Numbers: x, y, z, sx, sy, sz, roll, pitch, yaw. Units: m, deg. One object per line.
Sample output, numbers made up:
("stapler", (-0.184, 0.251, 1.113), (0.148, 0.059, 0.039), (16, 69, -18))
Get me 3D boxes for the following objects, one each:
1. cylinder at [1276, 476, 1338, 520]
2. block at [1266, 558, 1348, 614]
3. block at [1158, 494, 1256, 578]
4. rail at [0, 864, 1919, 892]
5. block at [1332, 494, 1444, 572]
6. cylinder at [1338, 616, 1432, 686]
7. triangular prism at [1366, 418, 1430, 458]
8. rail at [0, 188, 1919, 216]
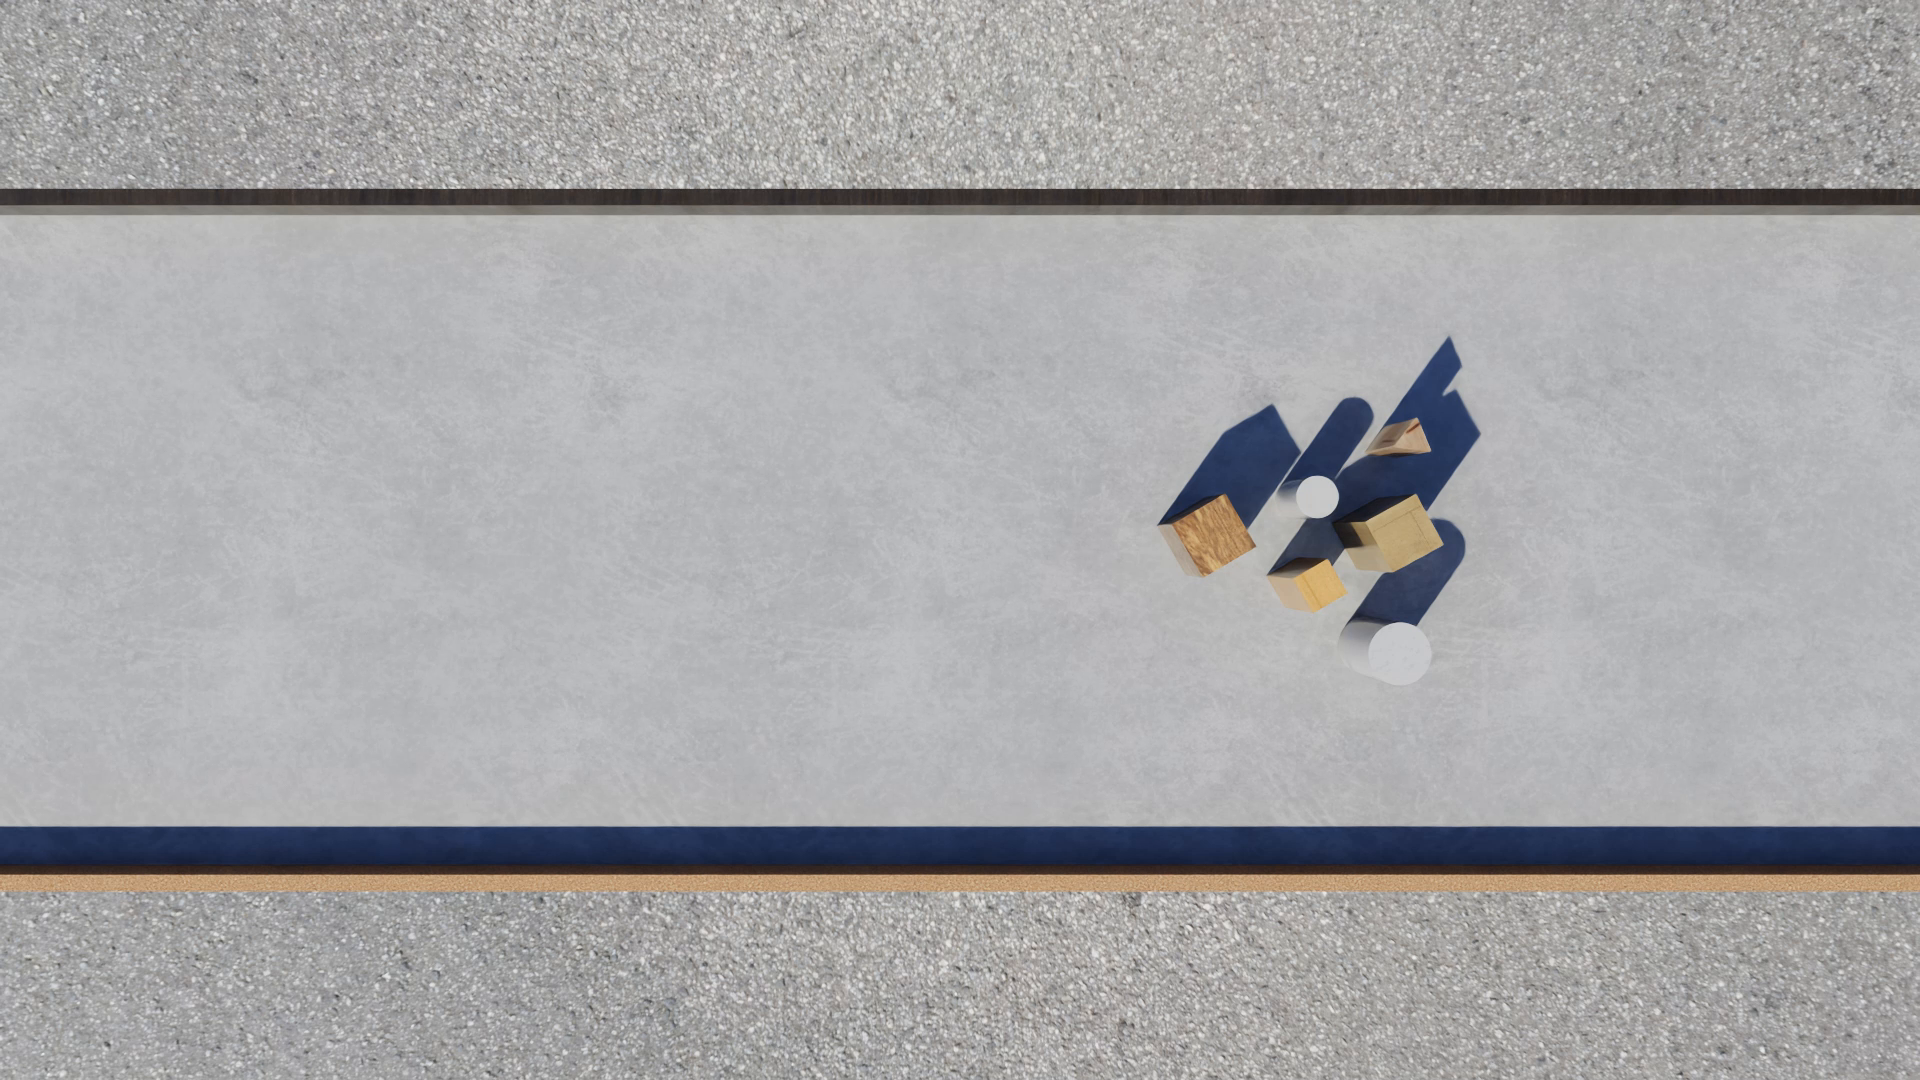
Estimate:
("cylinder", (1.031, -0.124, 4.916), (0.123, 0.322, 0.123), (0, 90, 0))
("block", (1.020, 0.130, 4.871), (0.113, 0.411, 0.113), (-30, 90, 0))
("block", (0.727, -0.013, 4.896), (0.177, 0.361, 0.177), (-30, 90, 0))
("rail", (-2.247, 1.025, 5.001), (12.000, 0.150, 0.050), (0, 90, 0))
("block", (1.254, -0.019, 4.865), (0.164, 0.424, 0.164), (-29, 90, 0))
("cylinder", (1.253, 0.324, 4.887), (0.180, 0.380, 0.180), (0, 90, 0))
("triangular prism", (1.303, -0.306, 4.902), (0.103, 0.349, 0.090), (7, 90, 0))
("rail", (-2.247, -1.025, 5.002), (12.000, 0.150, 0.050), (0, 90, 0))
